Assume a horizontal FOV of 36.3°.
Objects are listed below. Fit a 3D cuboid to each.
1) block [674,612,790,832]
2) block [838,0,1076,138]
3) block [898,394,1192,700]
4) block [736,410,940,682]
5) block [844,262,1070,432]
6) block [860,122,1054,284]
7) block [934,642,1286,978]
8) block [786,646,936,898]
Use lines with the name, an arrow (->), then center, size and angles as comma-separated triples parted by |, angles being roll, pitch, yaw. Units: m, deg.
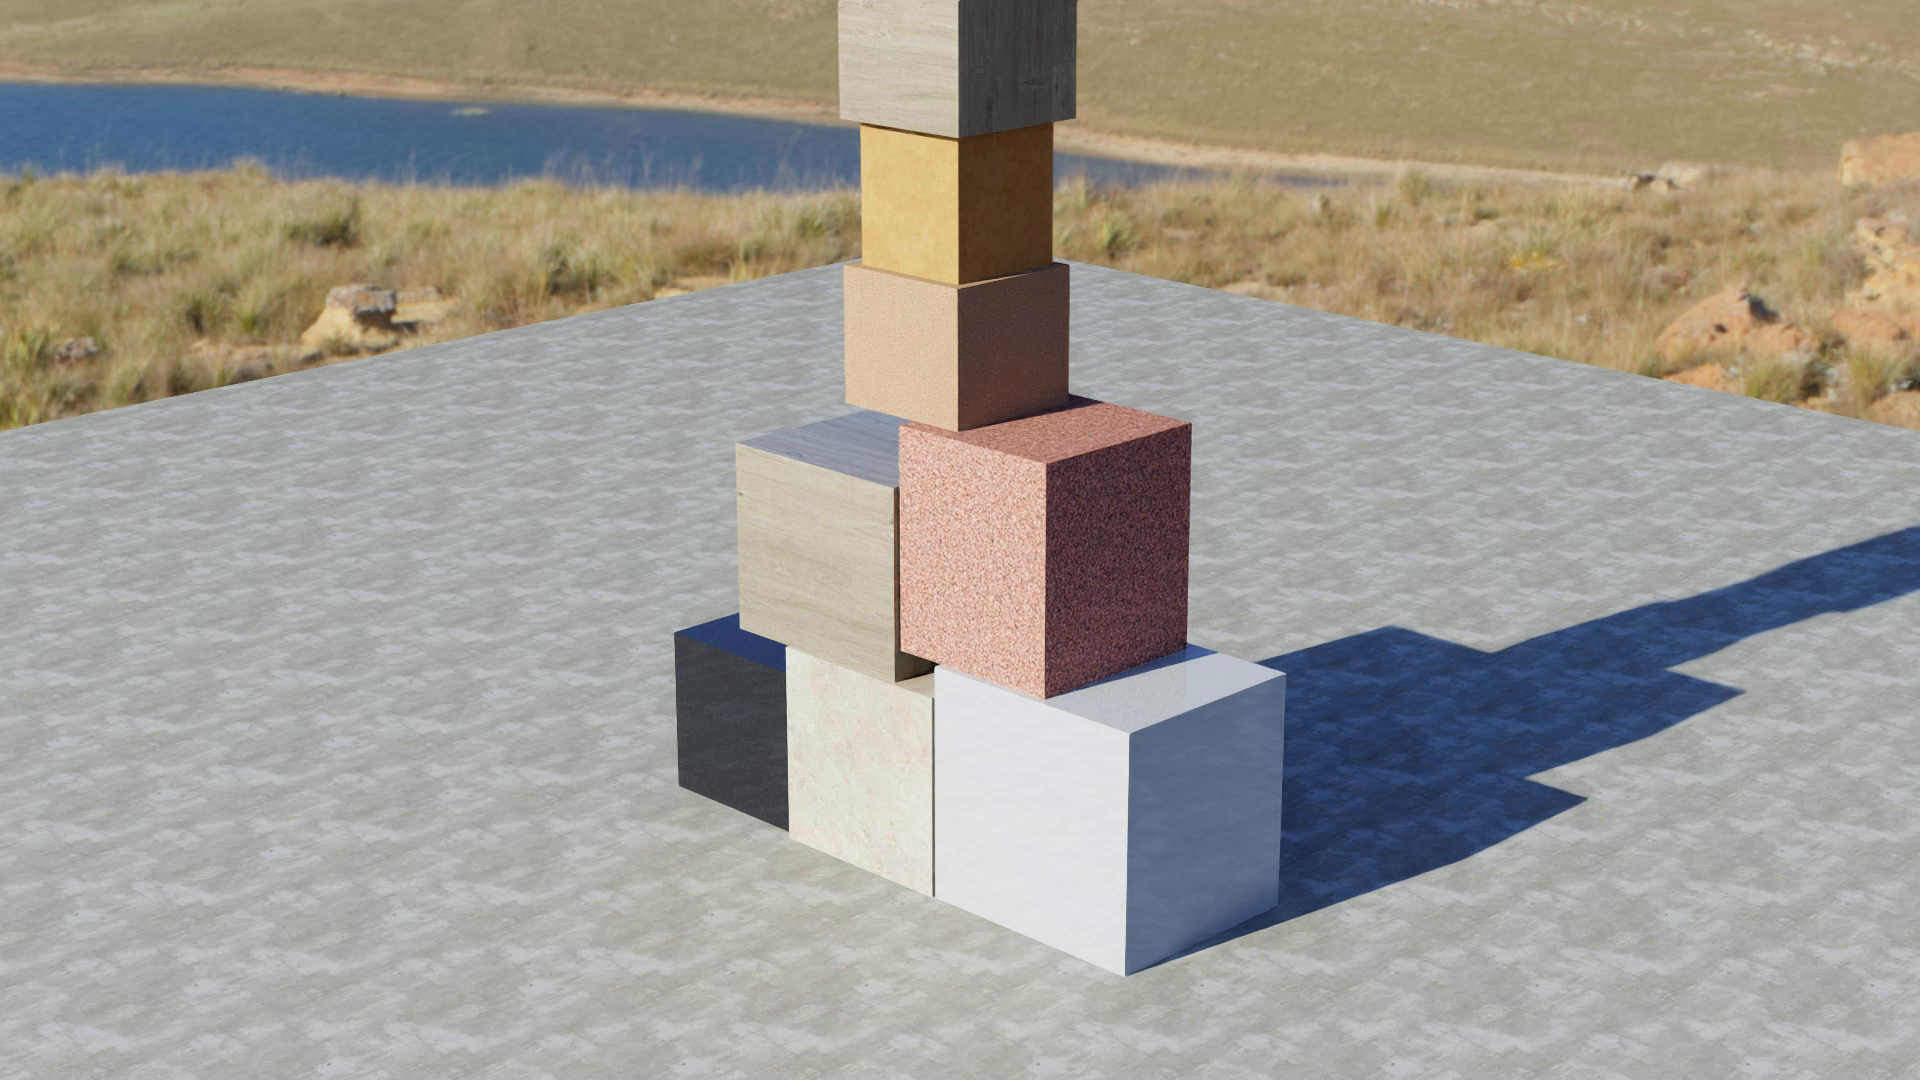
block -> -0.760, 0.825, 14.382 | 0.919, 0.803, 0.860 | -17, 24, -42
block -> -0.011, -2.201, 12.652 | 0.732, 0.767, 0.722 | 16, 24, 42
block -> 0.374, -0.009, 12.944 | 0.926, 1.041, 0.882 | -17, 24, -42
block -> -0.306, -0.013, 13.678 | 1.016, 0.908, 1.055 | -17, 24, -42
block -> -0.014, -0.915, 13.046 | 0.703, 0.630, 0.711 | -17, 24, -42
block -> -0.013, -1.526, 12.859 | 0.600, 0.647, 0.587 | 16, 24, 42
block -> 0.657, 1.097, 13.009 | 1.025, 1.107, 1.146 | -17, 24, -42
block -> -0.089, 0.940, 13.756 | 1.068, 0.957, 0.963 | -17, 24, -42
